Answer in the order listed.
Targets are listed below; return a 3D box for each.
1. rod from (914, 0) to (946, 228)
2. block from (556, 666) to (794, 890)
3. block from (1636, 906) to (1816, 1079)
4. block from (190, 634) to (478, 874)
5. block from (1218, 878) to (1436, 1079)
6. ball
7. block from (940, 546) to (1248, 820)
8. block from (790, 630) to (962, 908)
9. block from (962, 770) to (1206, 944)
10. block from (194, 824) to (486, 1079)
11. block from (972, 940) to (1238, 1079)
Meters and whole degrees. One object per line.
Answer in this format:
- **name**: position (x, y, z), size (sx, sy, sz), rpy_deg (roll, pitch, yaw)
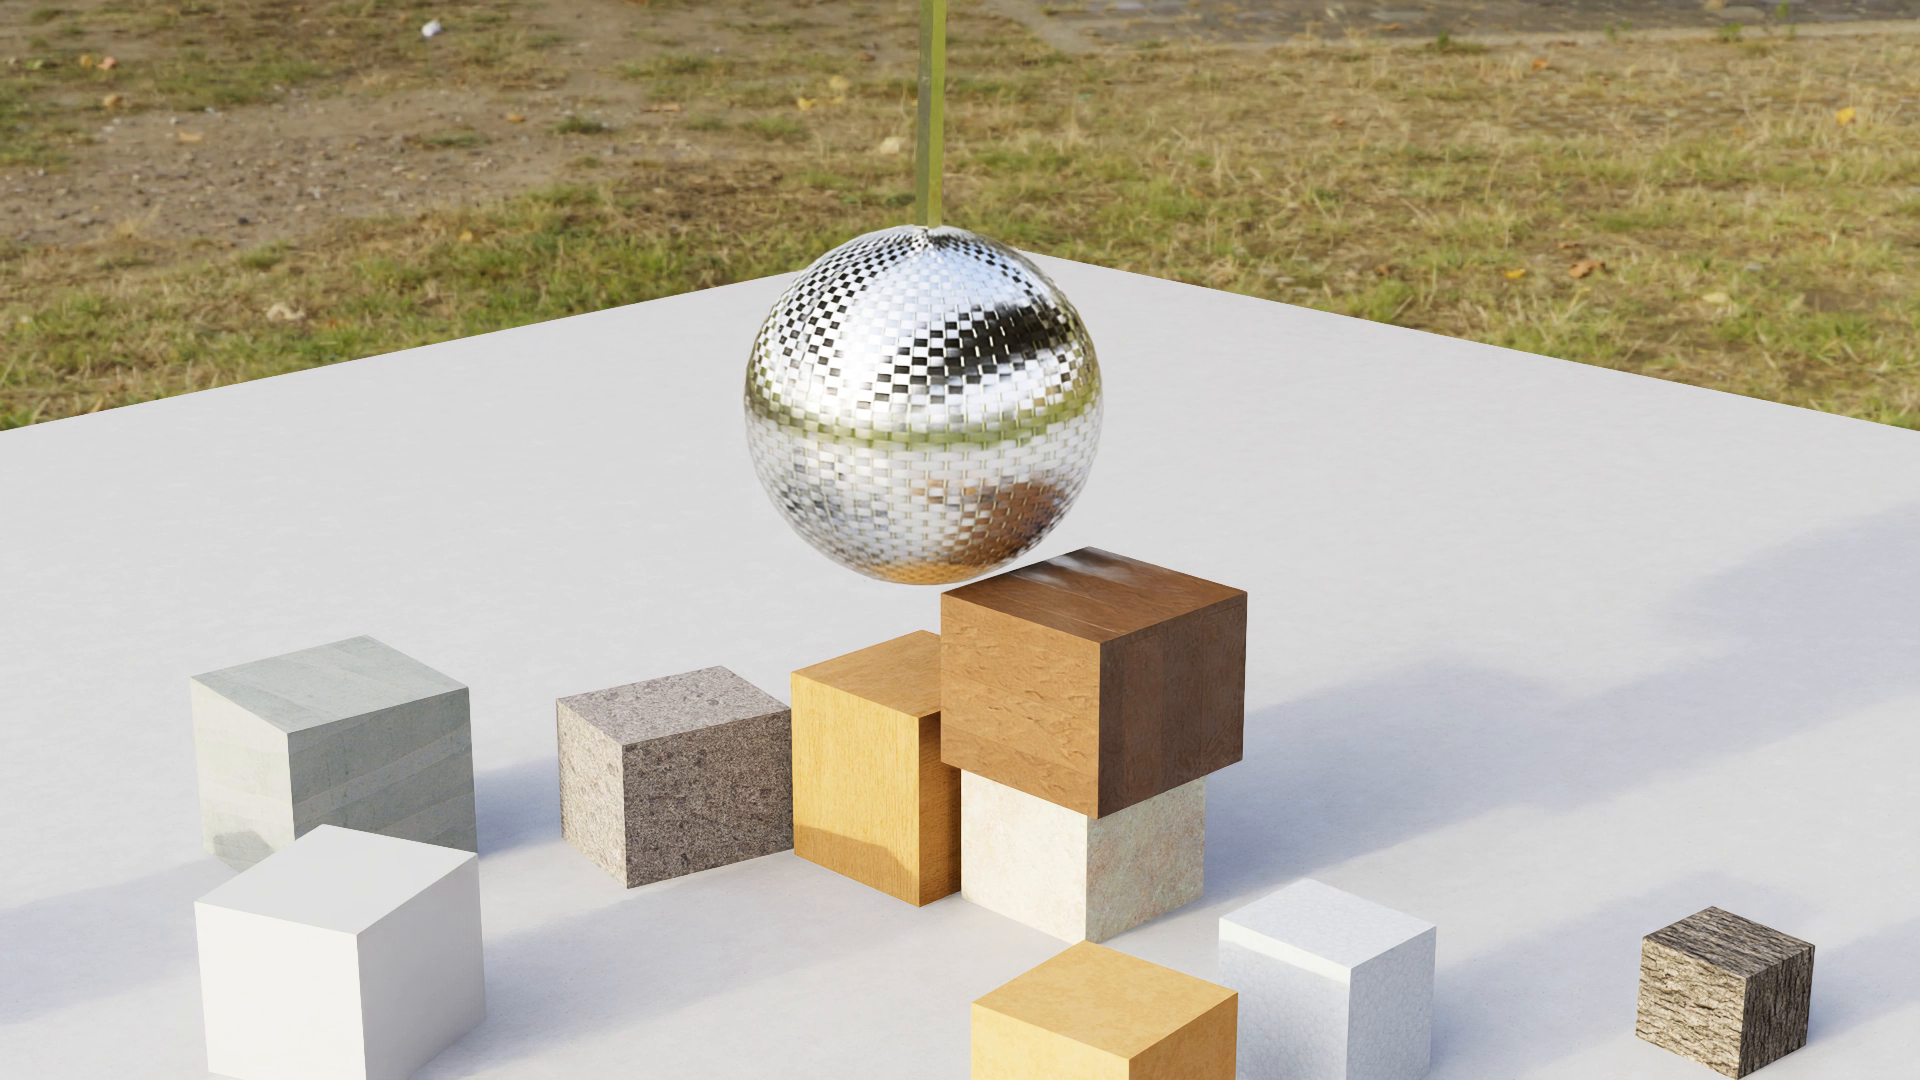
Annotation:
- **rod**: position (-0.070, -3.863, 12.054), size (0.080, 5.200, 0.080), rpy_deg (17, 22, 42)
- **block**: position (-1.329, 1.093, 13.701), size (0.870, 0.699, 0.700), rpy_deg (-11, 20, -31)
- **block**: position (3.082, 1.819, 11.819), size (0.465, 0.443, 0.494), rpy_deg (-14, 22, -38)
- **block**: position (-2.890, 1.058, 13.546), size (0.914, 0.859, 0.941), rpy_deg (-14, 22, -38)
- **block**: position (1.438, 1.797, 11.552), size (0.644, 0.644, 0.545), rpy_deg (17, 24, 42)
- **ball**: position (-0.161, -0.595, 12.986), size (1.600, 1.600, 1.600), rpy_deg (0, 17, 0)
- **block**: position (0.578, 0.596, 12.740), size (0.926, 0.779, 0.947), rpy_deg (17, 24, 42)
- **block**: position (-0.181, 1.035, 13.543), size (0.840, 0.905, 0.836), rpy_deg (-17, 24, -42)
- **block**: position (0.552, 1.265, 13.116), size (0.755, 0.722, 0.786), rpy_deg (17, 24, 42)
- **block**: position (-2.466, 1.688, 11.748), size (0.754, 0.735, 0.844), rpy_deg (8, 19, 23)
- **block**: position (0.529, 2.004, 10.773), size (0.703, 0.716, 0.682), rpy_deg (14, 22, 37)
